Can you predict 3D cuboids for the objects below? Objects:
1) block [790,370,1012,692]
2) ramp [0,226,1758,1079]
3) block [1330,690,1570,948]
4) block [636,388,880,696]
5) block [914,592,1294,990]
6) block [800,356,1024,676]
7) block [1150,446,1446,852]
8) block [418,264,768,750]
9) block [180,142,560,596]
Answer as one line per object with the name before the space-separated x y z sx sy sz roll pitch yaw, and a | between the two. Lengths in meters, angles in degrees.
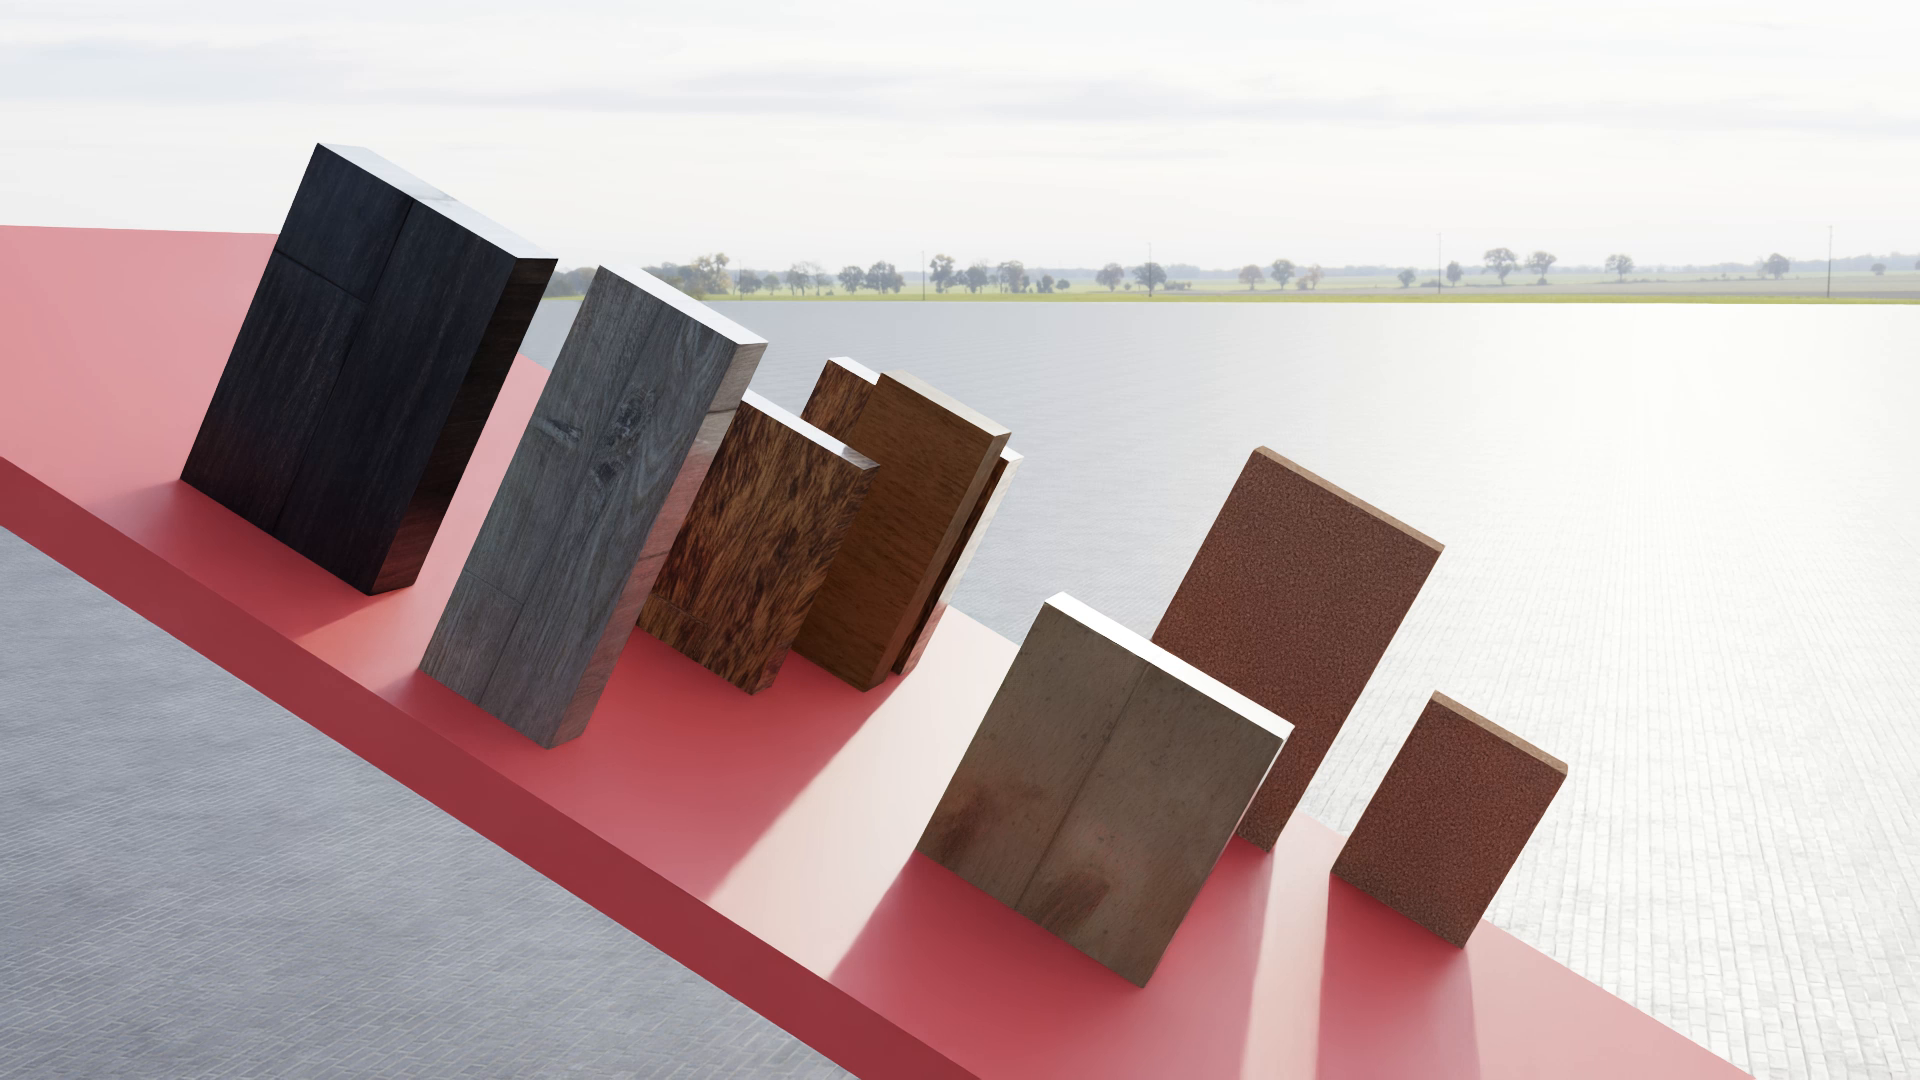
block | -0.151 -0.018 4.303 0.254 0.573 0.124 30 14 12
ramp | -0.225 0.375 4.149 4.000 0.100 2.000 30 14 12
block | 1.021 0.582 4.595 0.312 0.431 0.104 30 14 12
block | -0.415 -0.015 4.019 0.364 0.471 0.095 30 14 12
block | 0.236 0.412 3.648 0.445 0.486 0.112 30 14 12
block | -0.179 -0.051 4.518 0.430 0.502 0.110 30 14 12
block | 0.635 0.225 4.562 0.427 0.721 0.119 30 14 12
block | -0.567 -0.049 3.375 0.251 0.705 0.115 30 14 12
block | -0.979 -0.281 3.627 0.399 0.619 0.140 30 14 12
